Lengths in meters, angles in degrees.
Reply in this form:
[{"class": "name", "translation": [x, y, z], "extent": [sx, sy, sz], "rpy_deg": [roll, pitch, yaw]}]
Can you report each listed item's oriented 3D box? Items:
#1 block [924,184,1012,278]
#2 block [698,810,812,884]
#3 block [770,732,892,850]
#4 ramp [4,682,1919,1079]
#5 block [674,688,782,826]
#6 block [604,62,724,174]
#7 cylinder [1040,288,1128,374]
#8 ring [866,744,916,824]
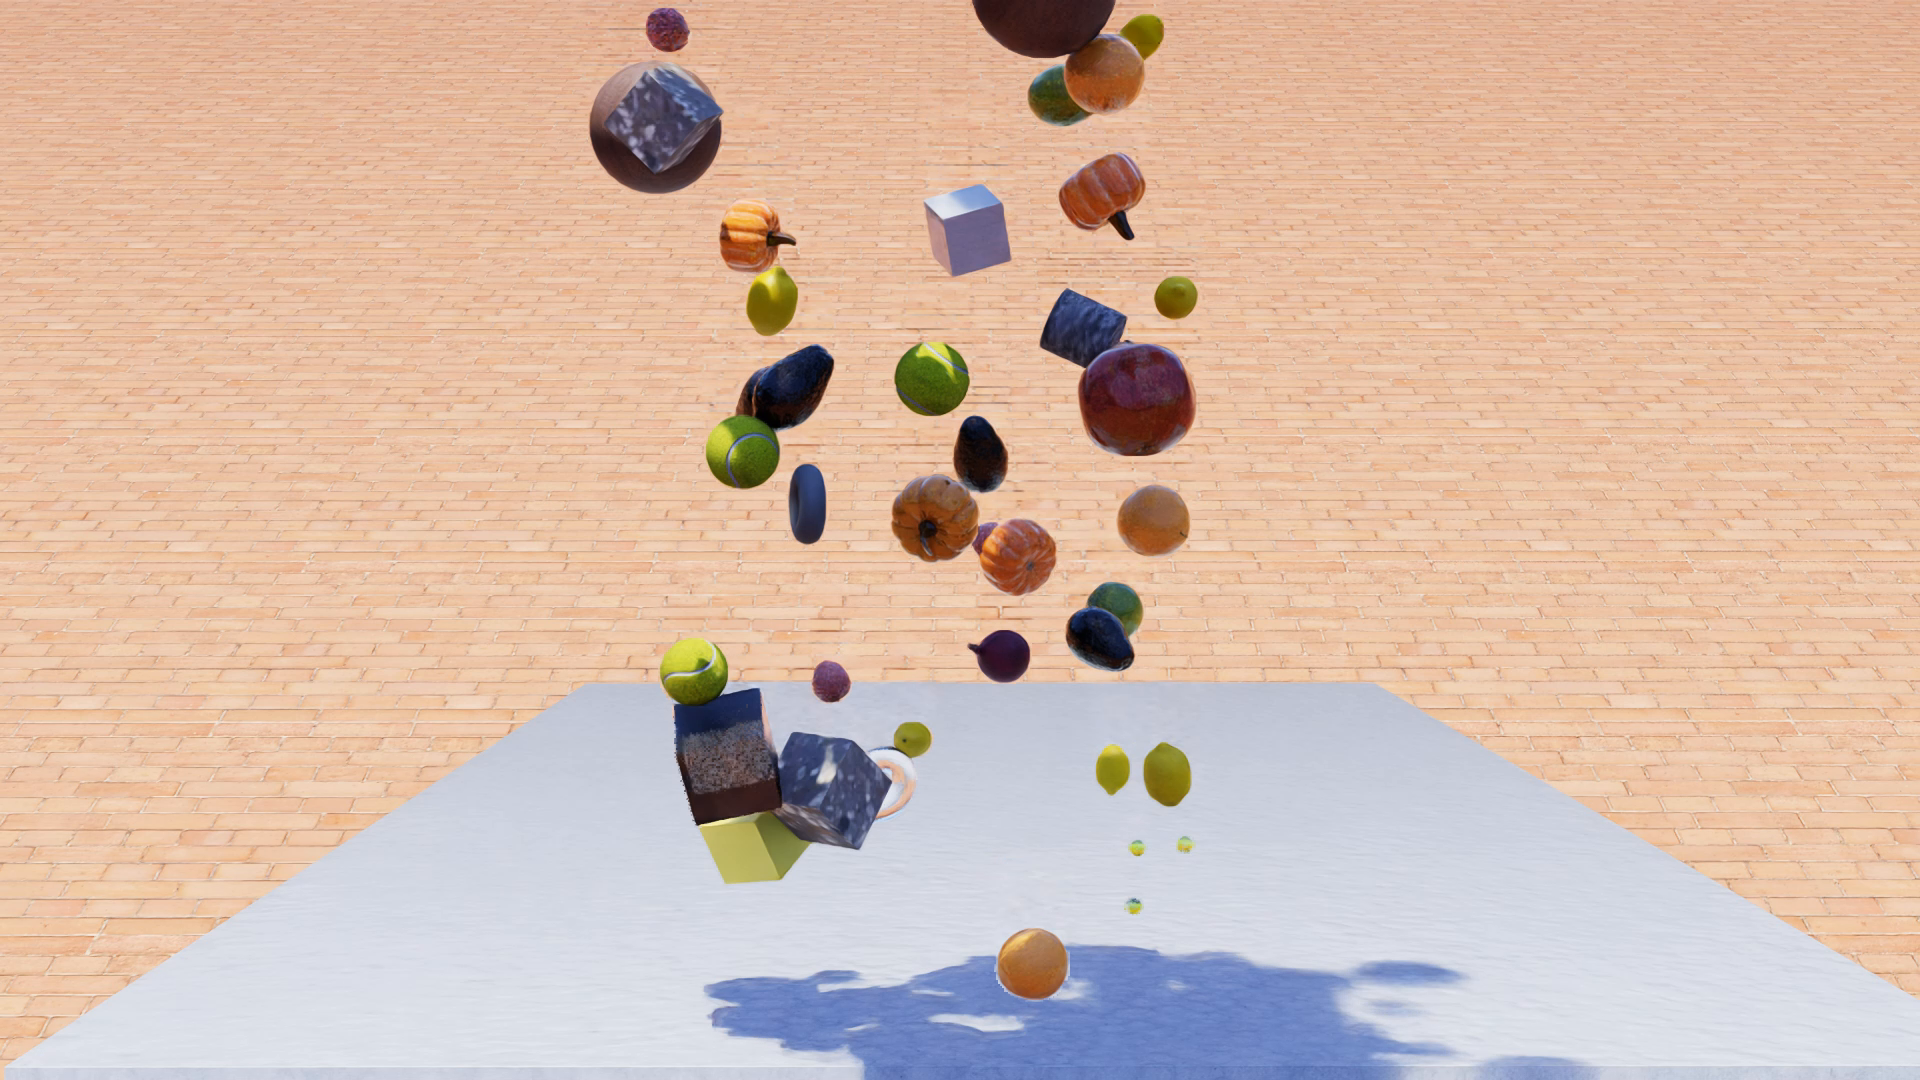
[{"class": "block", "translation": [0.007, -0.282, 2.343], "extent": [0.057, 0.057, 0.057], "rpy_deg": [-17, 30, -12]}, {"class": "block", "translation": [-0.219, 0.316, 2.771], "extent": [0.075, 0.075, 0.075], "rpy_deg": [-9, 24, 32]}, {"class": "block", "translation": [-0.141, 0.264, 2.718], "extent": [0.084, 0.084, 0.084], "rpy_deg": [4, 57, 38]}, {"class": "ramp", "translation": [0.054, 0.491, 4.542], "extent": [2.000, 0.100, 4.000], "rpy_deg": [0, 2, 0]}, {"class": "block", "translation": [-0.238, 0.222, 2.644], "extent": [0.090, 0.090, 0.090], "rpy_deg": [-12, 31, -1]}, {"class": "block", "translation": [-0.268, -0.383, 2.332], "extent": [0.065, 0.065, 0.065], "rpy_deg": [44, 24, -1]}, {"class": "cylinder", "translation": [0.130, -0.220, 2.719], "extent": [0.069, 0.069, 0.069], "rpy_deg": [26, 29, 10]}, {"class": "ring", "translation": [-0.086, 0.266, 2.801], "extent": [0.087, 0.087, 0.029], "rpy_deg": [-18, 14, -35]}]
